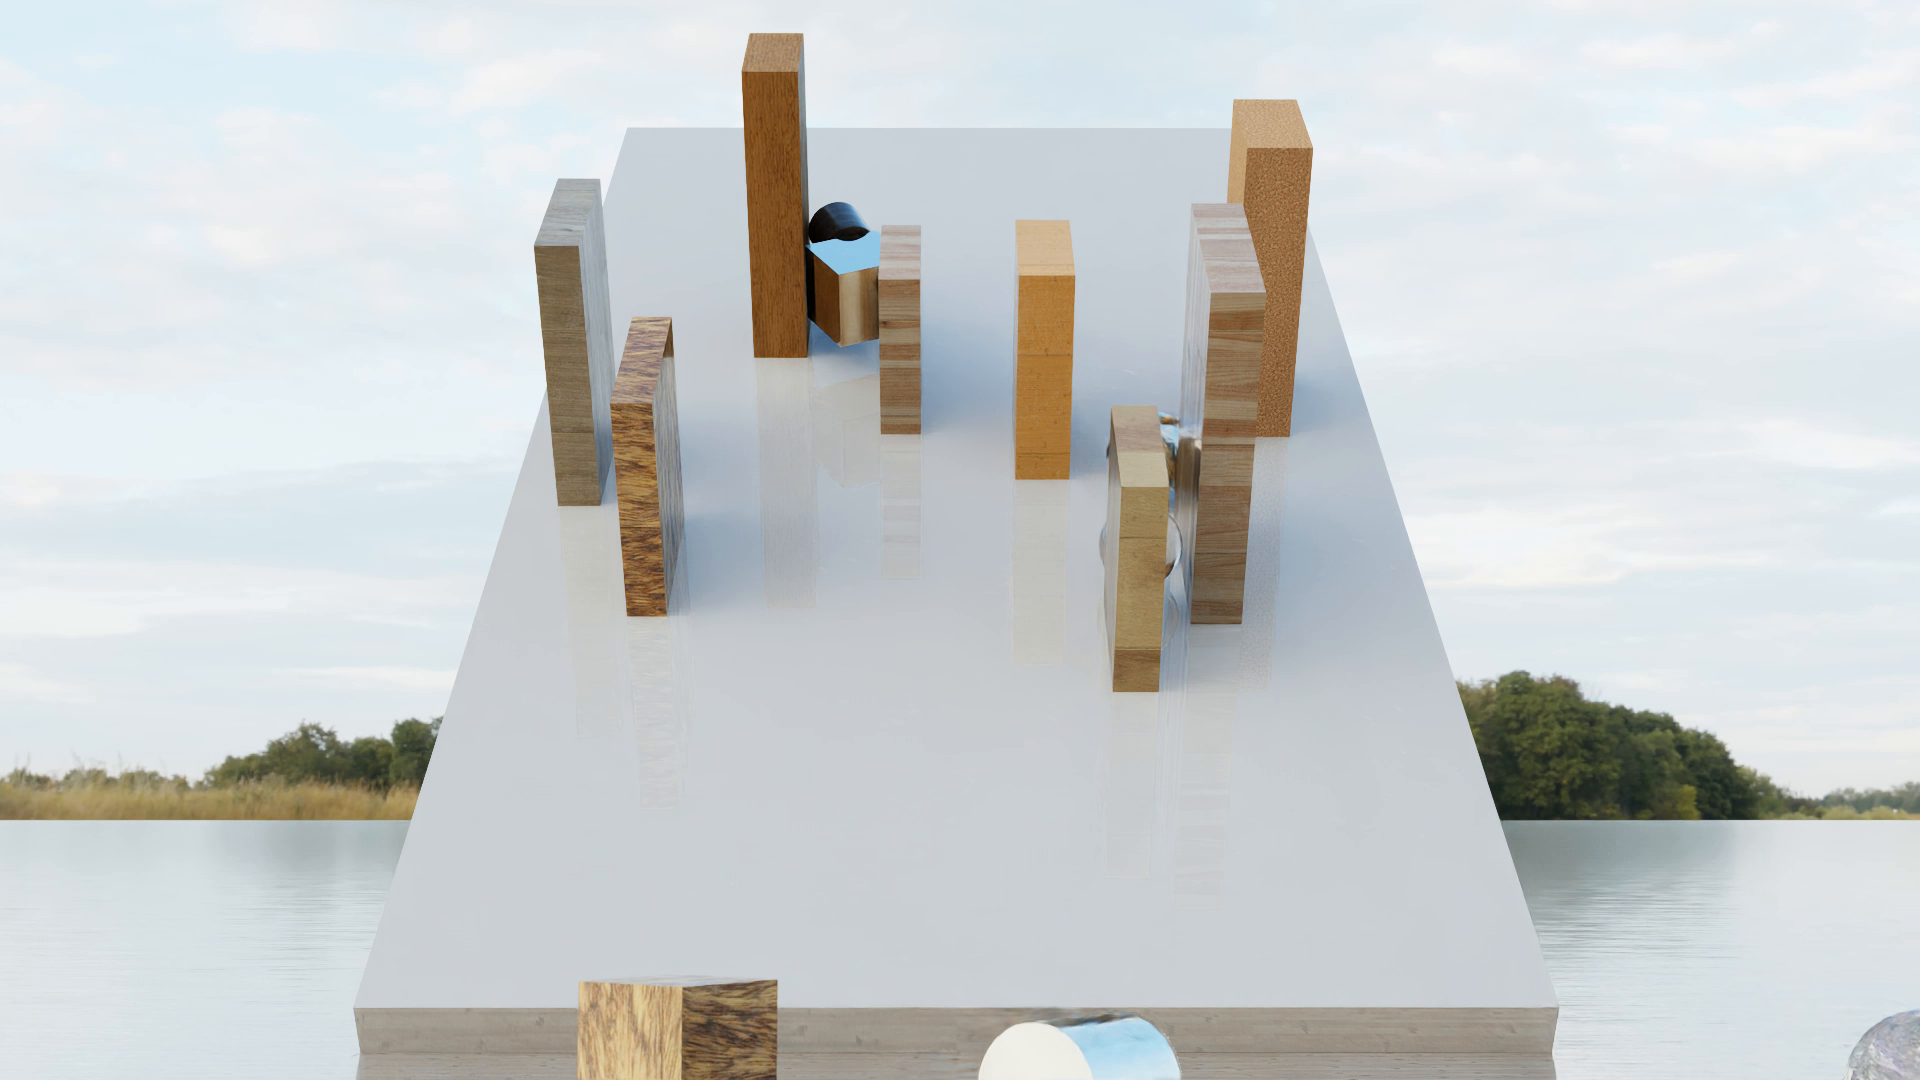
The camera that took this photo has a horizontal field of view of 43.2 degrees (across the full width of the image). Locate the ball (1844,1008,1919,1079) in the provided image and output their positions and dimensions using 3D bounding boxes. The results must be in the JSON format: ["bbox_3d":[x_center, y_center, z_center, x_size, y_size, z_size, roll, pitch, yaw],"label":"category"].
[{"bbox_3d":[1.069,0.609,2.669,0.185,0.185,0.185,0,-6,0],"label":"ball"}]

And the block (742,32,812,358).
[{"bbox_3d":[-0.450,-0.850,6.020,0.133,0.750,0.275,0,31,0],"label":"block"}]

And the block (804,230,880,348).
[{"bbox_3d":[-0.250,-0.620,5.979,0.194,0.194,0.194,-15,34,-24],"label":"block"}]

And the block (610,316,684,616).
[{"bbox_3d":[-0.652,-0.157,5.096,0.083,0.500,0.398,0,31,0],"label":"block"}]

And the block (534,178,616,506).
[{"bbox_3d":[-0.855,-0.444,5.447,0.095,0.634,0.373,0,31,0],"label":"block"}]

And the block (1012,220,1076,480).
[{"bbox_3d":[0.189,-0.436,5.562,0.124,0.511,0.306,0,31,0],"label":"block"}]

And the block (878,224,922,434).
[{"bbox_3d":[-0.140,-0.502,5.778,0.095,0.401,0.312,0,31,0],"label":"block"}]

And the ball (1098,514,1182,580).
[{"bbox_3d":[0.382,0.011,5.135,0.178,0.178,0.178,0,-6,0],"label":"ball"}]

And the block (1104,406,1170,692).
[{"bbox_3d":[0.349,0.016,4.842,0.091,0.468,0.331,0,31,0],"label":"block"}]

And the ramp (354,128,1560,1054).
[{"bbox_3d":[-0.014,-0.204,5.766,2.000,0.100,4.000,0,31,0],"label":"ramp"}]

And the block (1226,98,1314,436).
[{"bbox_3d":[0.707,-0.634,5.687,0.147,0.726,0.305,0,31,0],"label":"block"}]

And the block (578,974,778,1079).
[{"bbox_3d":[-0.367,0.665,3.157,0.182,0.182,0.182,-5,-8,36],"label":"block"}]

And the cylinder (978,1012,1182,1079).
[{"bbox_3d":[0.137,0.629,2.765,0.167,0.167,0.167,-5,-8,39],"label":"cylinder"}]

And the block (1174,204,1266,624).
[{"bbox_3d":[0.532,-0.261,5.029,0.106,0.755,0.436,0,31,0],"label":"block"}]

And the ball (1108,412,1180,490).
[{"bbox_3d":[0.424,-0.194,5.415,0.191,0.191,0.191,0,-6,0],"label":"ball"}]

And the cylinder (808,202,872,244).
[{"bbox_3d":[-0.294,-0.755,6.109,0.144,0.144,0.144,3,31,-24],"label":"cylinder"}]
